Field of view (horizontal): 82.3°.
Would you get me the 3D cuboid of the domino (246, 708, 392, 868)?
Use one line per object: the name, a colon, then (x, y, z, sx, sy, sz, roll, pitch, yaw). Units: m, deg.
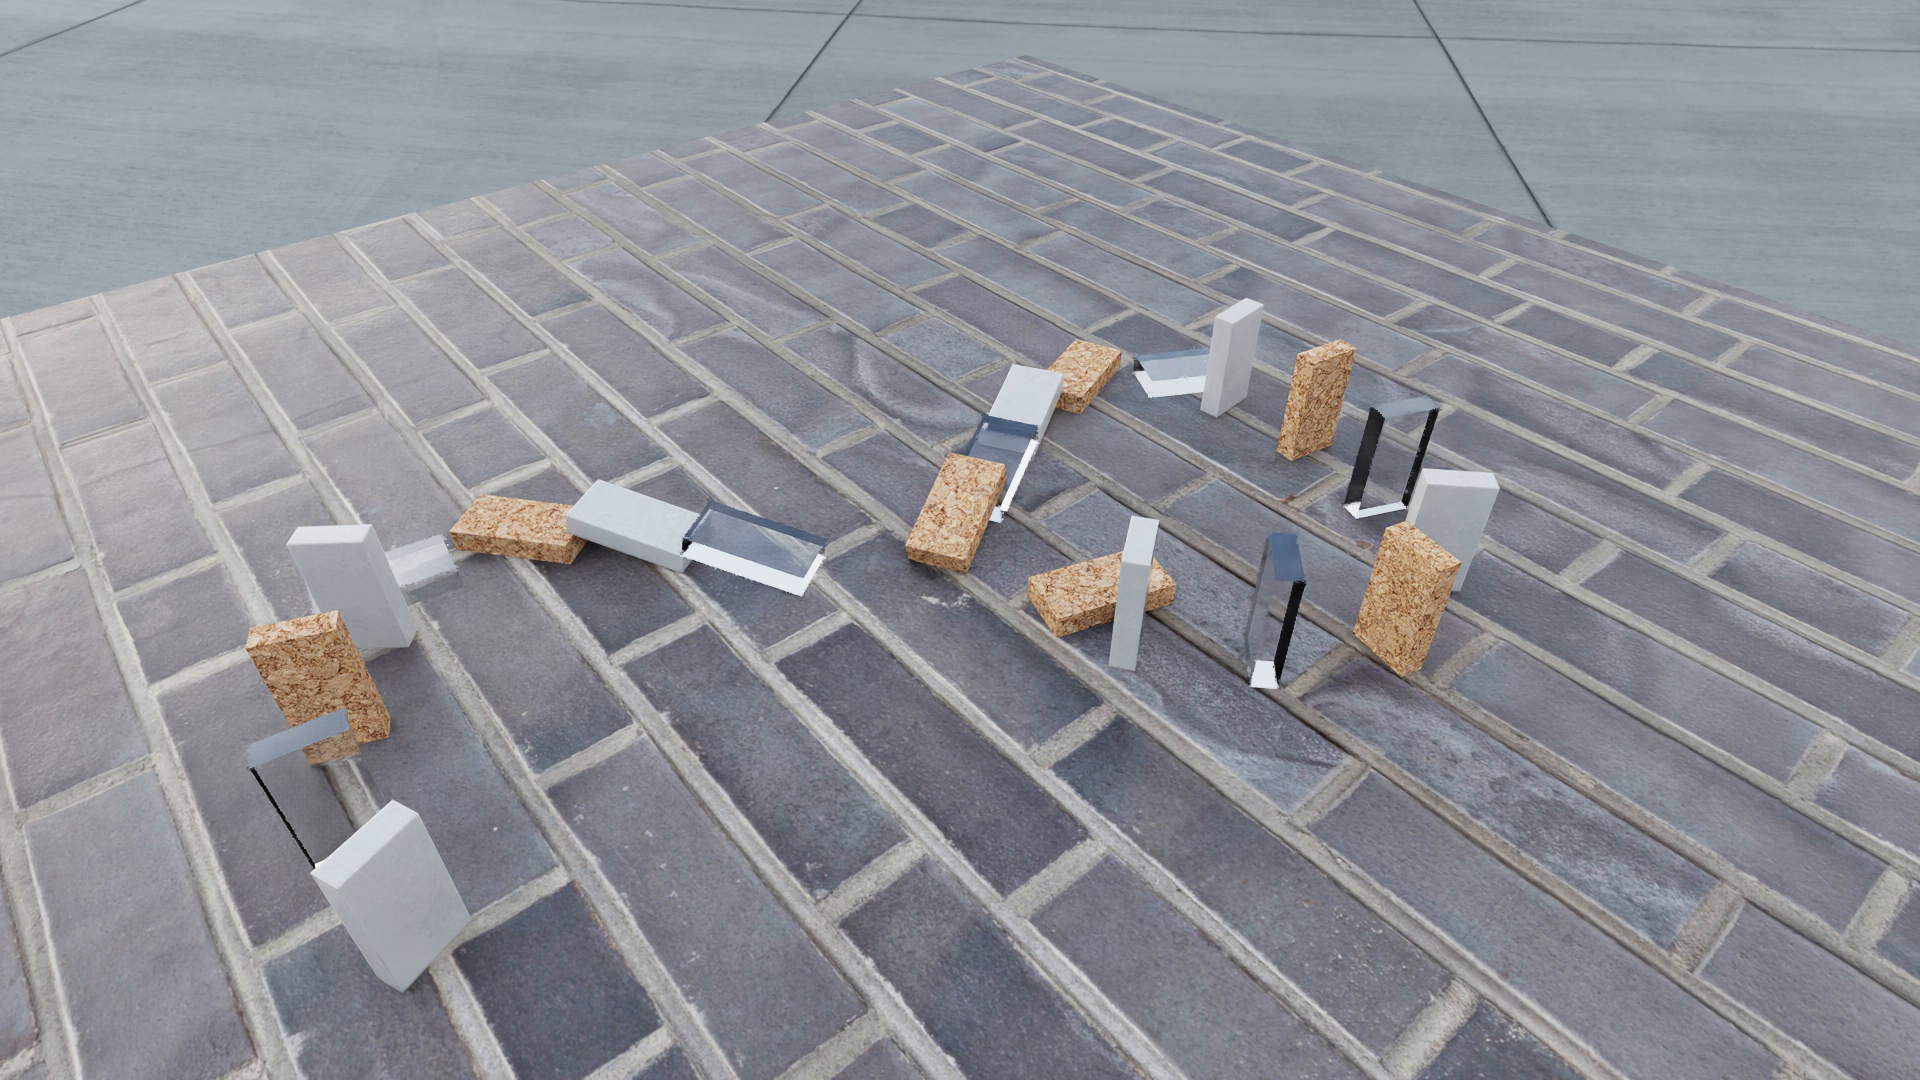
domino: (-0.184, 0.074, 0.321, 0.025, 0.050, 0.009, -23, 44, -25)

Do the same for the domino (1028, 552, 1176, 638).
domino: (0.054, 0.019, 0.420, 0.050, 0.010, 0.025, -15, 42, -17)

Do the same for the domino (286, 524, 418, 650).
domino: (-0.215, 0.017, 0.390, 0.025, 0.050, 0.009, -2, 39, -3)

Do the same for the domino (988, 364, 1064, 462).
domino: (0.029, -0.059, 0.508, 0.025, 0.010, 0.050, 13, 52, 15)

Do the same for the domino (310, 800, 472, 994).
domino: (-0.151, 0.096, 0.294, 0.010, 0.050, 0.025, 18, 43, 21)

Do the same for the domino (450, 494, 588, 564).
domino: (-0.178, -0.005, 0.449, 0.050, 0.010, 0.025, 7, 40, 8)

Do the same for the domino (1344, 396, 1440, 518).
domino: (0.177, -0.033, 0.452, 0.025, 0.050, 0.009, -11, 41, -13)

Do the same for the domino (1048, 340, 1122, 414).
domino: (0.058, -0.081, 0.543, 0.025, 0.009, 0.050, 19, 43, 22)

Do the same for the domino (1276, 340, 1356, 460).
domino: (0.157, -0.062, 0.487, 0.025, 0.050, 0.010, -21, 44, -23)

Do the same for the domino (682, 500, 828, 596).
domino: (-0.081, 0.003, 0.433, 0.050, 0.010, 0.025, 18, 42, 5)

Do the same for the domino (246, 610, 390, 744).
domino: (-0.205, 0.047, 0.354, 0.025, 0.050, 0.010, -12, 41, -15)

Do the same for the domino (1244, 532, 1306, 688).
domino: (0.108, 0.025, 0.381, 0.010, 0.050, 0.025, 4, 39, 5)

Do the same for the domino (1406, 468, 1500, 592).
domino: (0.182, -0.003, 0.415, 0.025, 0.050, 0.009, 4, 40, 5)

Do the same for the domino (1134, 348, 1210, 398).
domino: (0.114, -0.084, 0.546, 0.050, 0.010, 0.025, -7, 40, -9)

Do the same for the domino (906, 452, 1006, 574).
domino: (-0.001, -0.012, 0.447, 0.025, 0.010, 0.050, 13, 57, 16)

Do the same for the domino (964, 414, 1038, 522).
domino: (0.014, -0.031, 0.474, 0.025, 0.009, 0.050, 14, 53, 16)

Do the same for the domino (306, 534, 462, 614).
domino: (-0.222, 0.016, 0.423, 0.050, 0.009, 0.025, -22, 44, -25)

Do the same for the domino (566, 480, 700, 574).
domino: (-0.129, -0.006, 0.443, 0.050, 0.010, 0.025, 19, 42, 4)

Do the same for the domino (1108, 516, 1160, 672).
domino: (0.061, 0.019, 0.388, 0.009, 0.050, 0.025, 9, 40, 11)

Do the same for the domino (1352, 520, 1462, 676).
domino: (0.156, 0.021, 0.386, 0.010, 0.050, 0.025, -17, 42, -20)

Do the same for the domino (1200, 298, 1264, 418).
domino: (0.127, -0.085, 0.515, 0.009, 0.050, 0.025, 32, 49, 33)
